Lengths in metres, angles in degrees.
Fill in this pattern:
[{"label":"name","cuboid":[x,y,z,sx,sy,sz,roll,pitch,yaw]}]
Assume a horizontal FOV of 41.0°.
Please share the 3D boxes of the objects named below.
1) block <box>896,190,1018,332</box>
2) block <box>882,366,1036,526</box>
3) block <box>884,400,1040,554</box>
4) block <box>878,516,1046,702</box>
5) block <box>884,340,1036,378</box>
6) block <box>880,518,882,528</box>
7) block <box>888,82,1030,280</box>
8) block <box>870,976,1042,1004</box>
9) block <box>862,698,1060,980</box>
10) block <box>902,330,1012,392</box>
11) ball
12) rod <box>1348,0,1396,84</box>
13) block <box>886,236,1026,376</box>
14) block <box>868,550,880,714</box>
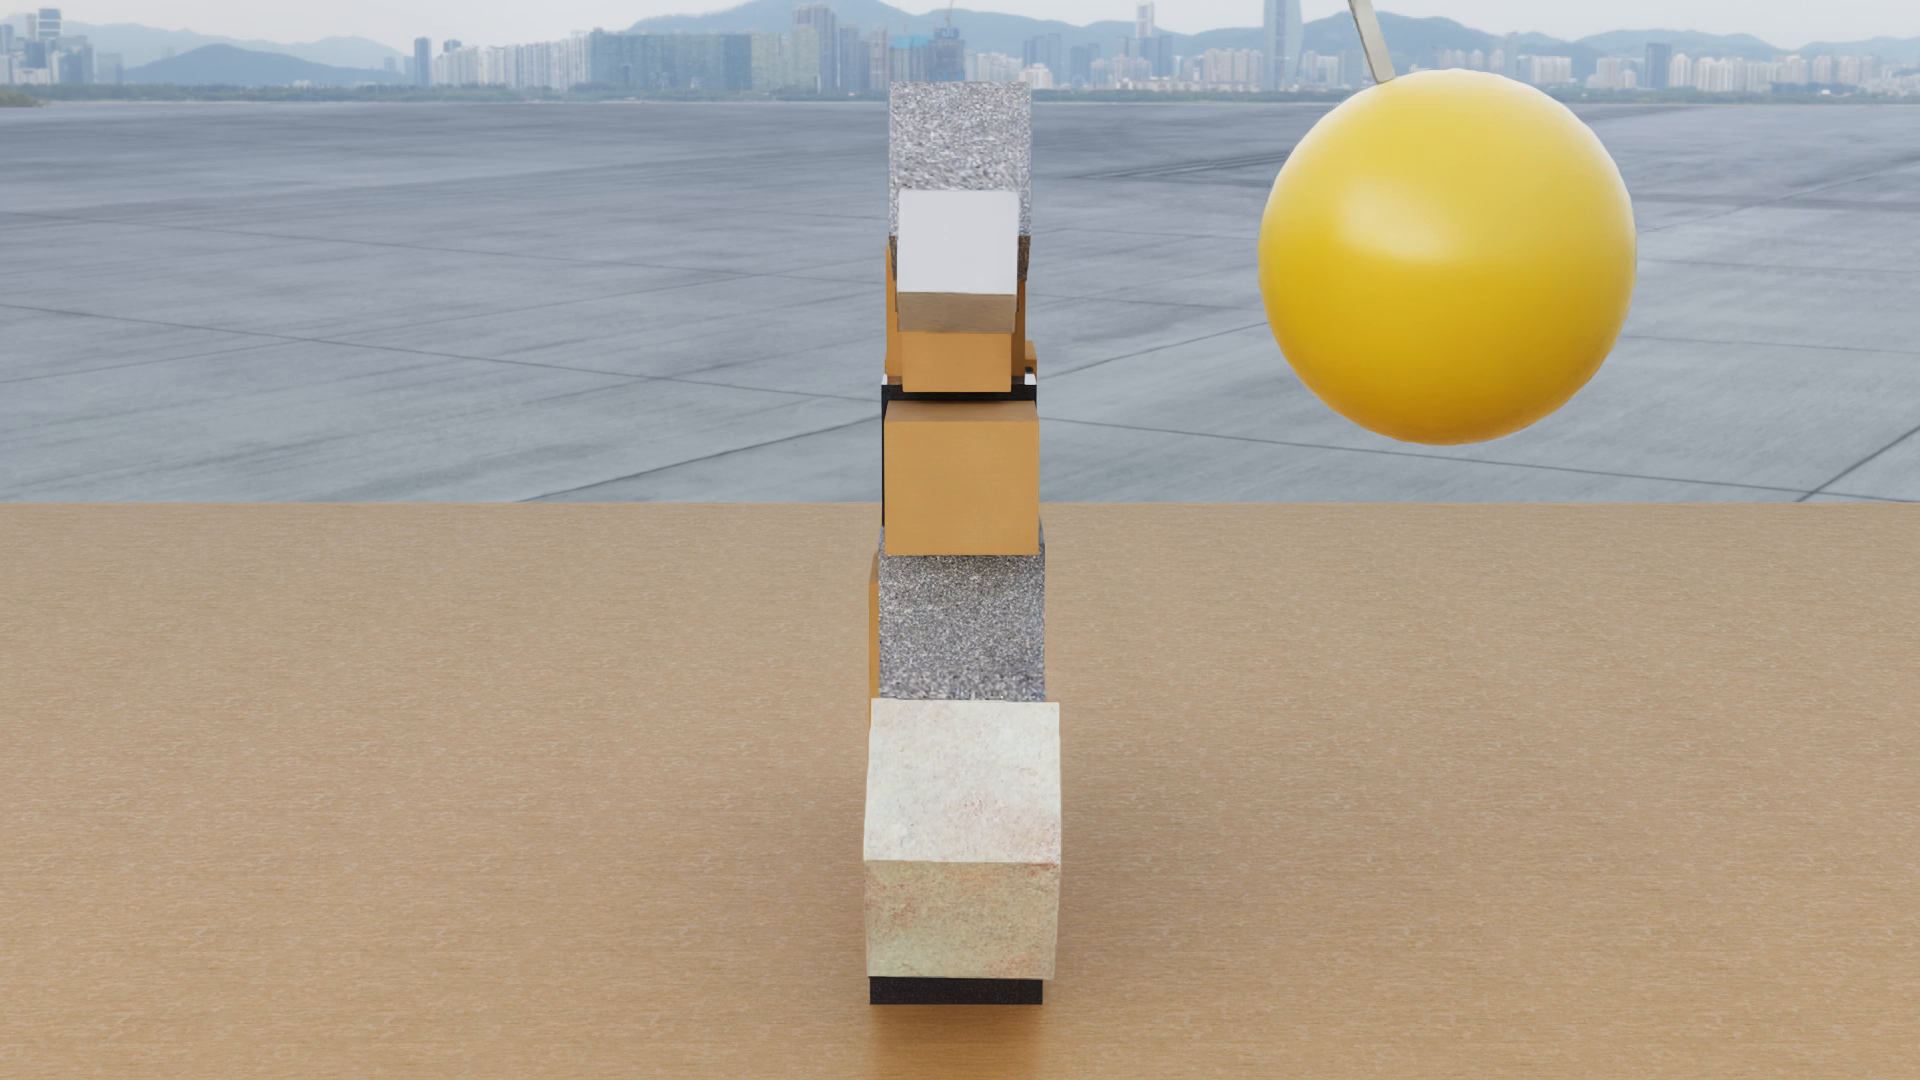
[{"label":"block","cuboid":[-0.007,-1.053,9.726,0.444,0.402,0.465,1,-13,0]},{"label":"block","cuboid":[-0.004,-0.411,11.049,0.646,0.599,0.656,0,10,0]},{"label":"block","cuboid":[0.007,-0.261,10.407,0.607,0.532,0.648,0,10,0]},{"label":"block","cuboid":[0.007,0.350,10.784,0.675,0.804,0.666,0,10,0]},{"label":"block","cuboid":[0.004,-0.480,11.755,0.672,0.787,0.752,0,11,0]},{"label":"block","cuboid":[-0.003,0.181,12.314,0.725,0.721,0.862,0,11,0]},{"label":"block","cuboid":[0.000,-1.444,10.393,0.554,0.632,0.625,0,-11,0]},{"label":"block","cuboid":[-0.014,1.462,10.056,0.660,0.525,0.610,0,10,0]},{"label":"block","cuboid":[0.011,1.093,9.366,0.684,0.722,0.717,1,47,1]},{"label":"block","cuboid":[-0.012,-0.869,10.687,0.443,0.422,0.441,0,15,0]},{"label":"ball","cuboid":[2.074,-1.201,10.962,1.600,1.600,1.600,0,10,0]},{"label":"rod","cuboid":[0.899,-4.340,10.391,0.080,5.200,0.080,-20,10,4]},{"label":"block","cuboid":[-0.017,-1.052,11.181,0.590,0.563,0.606,0,15,0]},{"label":"block","cuboid":[-0.016,0.487,11.541,0.758,0.754,0.755,0,10,0]}]
